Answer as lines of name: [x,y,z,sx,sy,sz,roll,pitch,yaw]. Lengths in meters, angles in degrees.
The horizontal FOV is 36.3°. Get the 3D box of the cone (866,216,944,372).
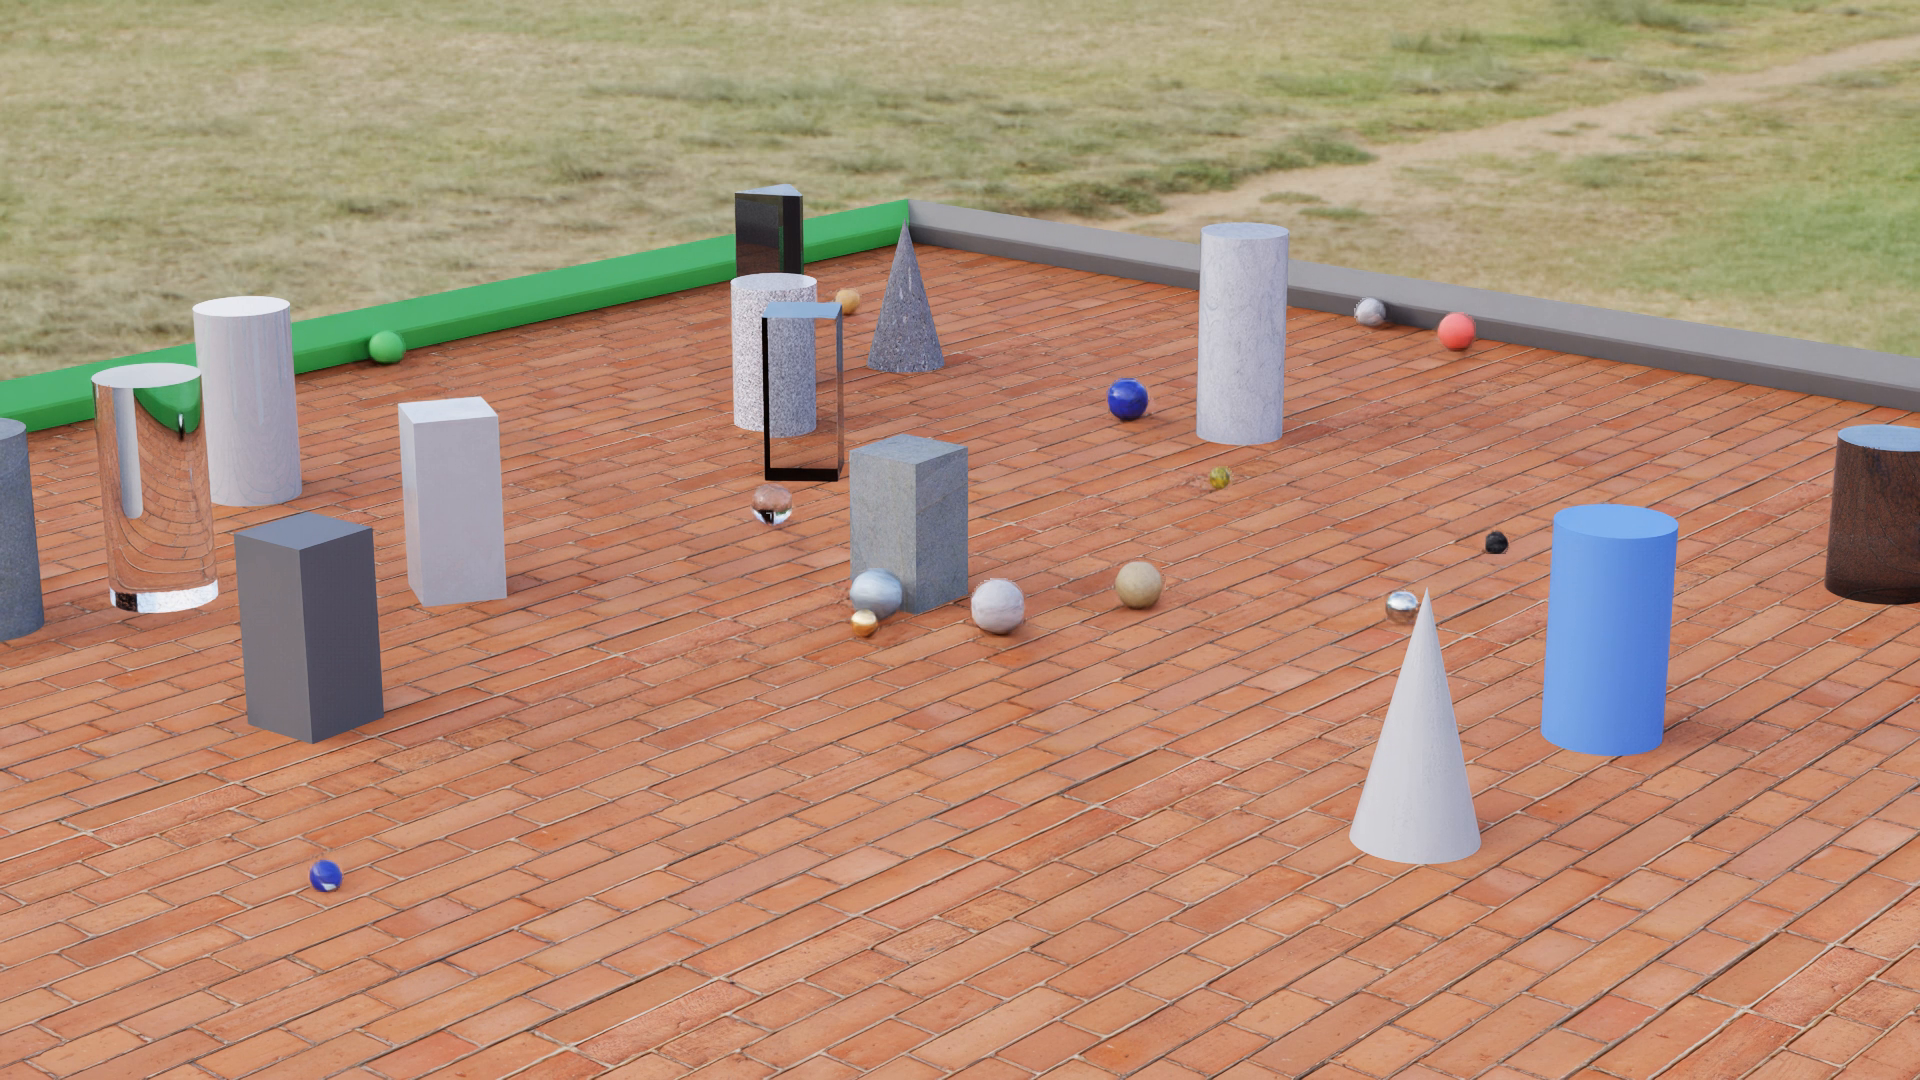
cone: [-0.125,-0.572,6.720,0.181,0.344,0.181,0,17,0]

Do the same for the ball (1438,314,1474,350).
ball: [1.166,-0.489,6.892,0.085,0.085,0.085,0,17,0]

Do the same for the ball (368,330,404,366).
ball: [-1.321,-0.442,6.747,0.079,0.079,0.079,0,17,0]

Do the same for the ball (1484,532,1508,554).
ball: [0.976,0.005,5.338,0.041,0.041,0.041,0,17,0]

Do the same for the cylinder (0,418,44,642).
cylinder: [-1.637,-0.017,4.893,0.181,0.341,0.181,0,17,0]

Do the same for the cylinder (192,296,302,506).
cylinder: [-1.376,-0.269,5.669,0.181,0.373,0.181,0,17,0]

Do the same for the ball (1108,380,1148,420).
ball: [0.358,-0.300,6.262,0.088,0.088,0.088,0,17,0]

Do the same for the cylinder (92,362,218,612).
cylinder: [-1.383,-0.091,5.043,0.181,0.395,0.181,0,17,0]

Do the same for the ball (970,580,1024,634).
ball: [0.063,0.112,4.900,0.091,0.091,0.091,0,17,0]

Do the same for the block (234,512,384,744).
block: [-0.990,0.132,4.463,0.145,0.306,0.145,12,21,35]

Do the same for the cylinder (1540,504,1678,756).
cylinder: [0.974,0.134,4.402,0.181,0.338,0.181,0,17,0]

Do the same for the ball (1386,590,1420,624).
ball: [0.747,0.114,4.949,0.058,0.058,0.058,0,17,0]

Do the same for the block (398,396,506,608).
block: [-0.880,-0.068,5.084,0.145,0.327,0.145,-6,18,-20]

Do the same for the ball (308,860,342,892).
ball: [-0.842,0.444,3.886,0.042,0.042,0.042,0,17,0]

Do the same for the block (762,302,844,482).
block: [-0.311,-0.296,5.830,0.145,0.331,0.145,1,17,3]

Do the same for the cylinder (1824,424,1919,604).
cylinder: [1.610,-0.046,5.103,0.181,0.274,0.181,0,17,0]

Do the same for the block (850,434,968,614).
block: [-0.088,-0.029,5.062,0.145,0.266,0.145,13,21,36]

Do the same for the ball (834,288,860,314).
ball: [-0.279,-0.590,7.266,0.063,0.063,0.063,0,17,0]

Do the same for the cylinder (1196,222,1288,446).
cylinder: [0.587,-0.430,6.098,0.181,0.433,0.181,0,17,0]

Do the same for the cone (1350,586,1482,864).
cone: [0.630,0.238,4.009,0.181,0.366,0.181,0,17,0]

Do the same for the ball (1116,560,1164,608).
ball: [0.308,0.077,5.029,0.083,0.083,0.083,0,17,0]

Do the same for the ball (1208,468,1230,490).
ball: [0.510,-0.121,5.752,0.043,0.043,0.043,0,17,0]

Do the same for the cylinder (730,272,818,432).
cylinder: [-0.392,-0.399,6.218,0.181,0.303,0.181,0,17,0]

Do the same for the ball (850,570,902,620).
ball: [-0.142,0.093,4.965,0.088,0.088,0.088,0,17,0]

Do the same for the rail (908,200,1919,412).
rail: [1.494,-0.470,6.769,4.384,0.118,0.045,14,22,39]

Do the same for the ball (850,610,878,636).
ball: [-0.160,0.139,4.888,0.046,0.046,0.046,0,17,0]

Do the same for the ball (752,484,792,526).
ball: [-0.353,-0.066,5.512,0.076,0.076,0.076,0,17,0]

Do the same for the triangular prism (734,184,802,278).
triangular prism: [-0.406,-0.576,6.586,0.157,0.429,0.136,5,17,15]

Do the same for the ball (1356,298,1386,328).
ball: [0.998,-0.551,7.123,0.071,0.071,0.071,0,17,0]

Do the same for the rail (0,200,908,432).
rail: [-1.637,-0.383,6.482,0.045,0.118,4.606,14,22,39]
